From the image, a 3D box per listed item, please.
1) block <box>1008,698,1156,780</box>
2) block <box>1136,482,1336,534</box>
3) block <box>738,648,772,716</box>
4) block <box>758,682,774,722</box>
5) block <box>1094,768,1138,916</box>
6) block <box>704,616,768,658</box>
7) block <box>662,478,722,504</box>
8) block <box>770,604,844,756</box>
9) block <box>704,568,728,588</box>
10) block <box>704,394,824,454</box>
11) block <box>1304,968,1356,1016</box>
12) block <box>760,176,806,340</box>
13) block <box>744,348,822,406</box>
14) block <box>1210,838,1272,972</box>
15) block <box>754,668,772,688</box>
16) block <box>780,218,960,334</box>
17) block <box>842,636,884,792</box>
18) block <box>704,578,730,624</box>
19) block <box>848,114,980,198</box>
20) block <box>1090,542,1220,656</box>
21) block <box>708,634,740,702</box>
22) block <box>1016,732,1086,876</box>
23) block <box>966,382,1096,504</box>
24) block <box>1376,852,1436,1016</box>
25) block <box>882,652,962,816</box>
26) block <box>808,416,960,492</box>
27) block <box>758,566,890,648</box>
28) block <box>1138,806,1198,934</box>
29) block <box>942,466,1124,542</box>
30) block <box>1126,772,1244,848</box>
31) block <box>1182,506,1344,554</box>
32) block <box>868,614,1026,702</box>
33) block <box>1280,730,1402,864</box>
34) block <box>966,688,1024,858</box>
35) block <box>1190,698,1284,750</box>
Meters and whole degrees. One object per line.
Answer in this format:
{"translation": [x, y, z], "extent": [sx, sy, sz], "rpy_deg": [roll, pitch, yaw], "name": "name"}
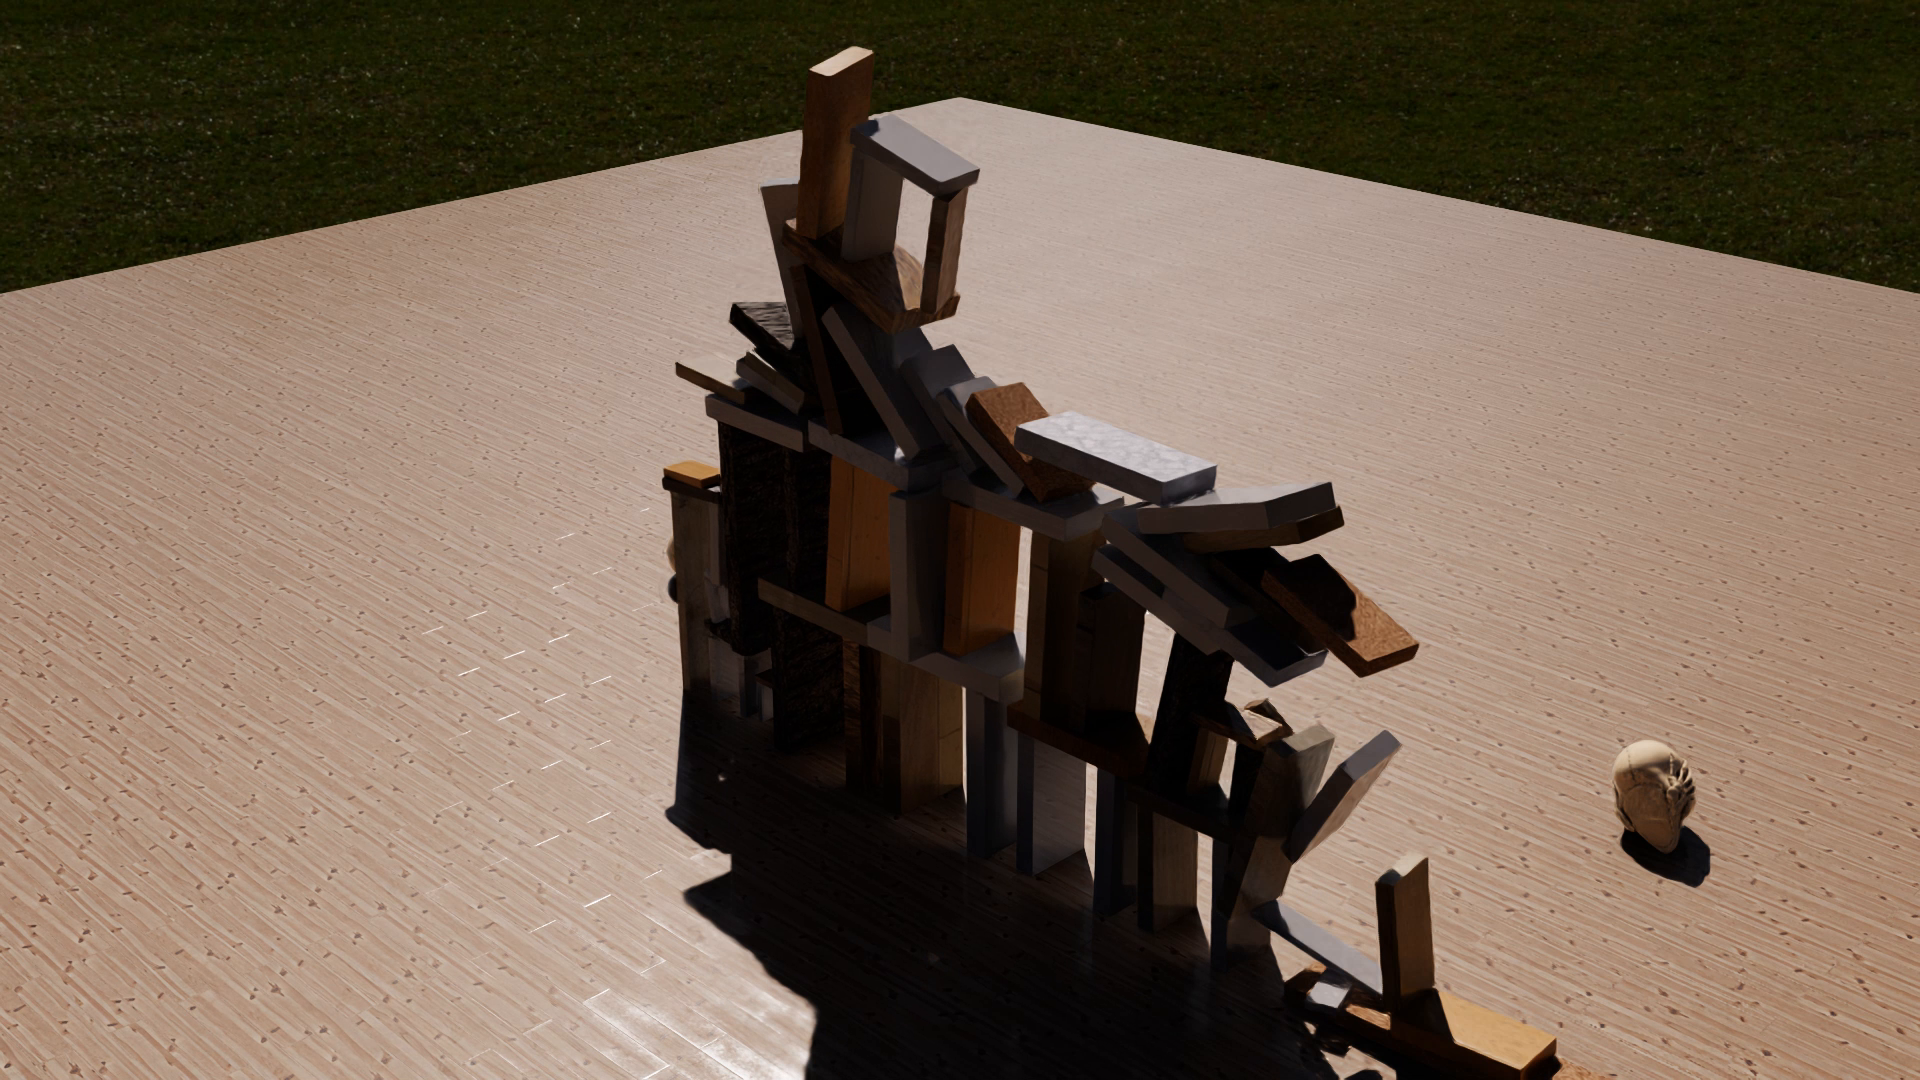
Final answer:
{"translation": [0.249, 0.353, 4.105], "extent": [0.301, 0.043, 0.150], "rpy_deg": [21, 31, 41], "name": "block"}
{"translation": [0.461, -0.053, 3.699], "extent": [0.157, 0.044, 0.314], "rpy_deg": [-16, 8, -36], "name": "block"}
{"translation": [-0.451, 0.306, 4.844], "extent": [0.076, 0.153, 0.022], "rpy_deg": [-21, 30, -40], "name": "block"}
{"translation": [-0.421, 0.348, 4.822], "extent": [0.013, 0.094, 0.047], "rpy_deg": [21, 31, 41], "name": "block"}
{"translation": [0.319, 0.538, 4.107], "extent": [0.043, 0.301, 0.150], "rpy_deg": [21, 31, 41], "name": "block"}
{"translation": [-0.484, 0.203, 4.840], "extent": [0.153, 0.022, 0.077], "rpy_deg": [30, 36, 35], "name": "block"}
{"translation": [-0.546, -0.119, 4.750], "extent": [0.096, 0.027, 0.193], "rpy_deg": [-22, 26, -40], "name": "block"}
{"translation": [-0.320, 0.271, 4.685], "extent": [0.048, 0.341, 0.171], "rpy_deg": [21, 31, 40], "name": "block"}
{"translation": [-0.507, 0.083, 4.806], "extent": [0.101, 0.014, 0.050], "rpy_deg": [26, 34, 32], "name": "block"}
{"translation": [-0.365, -0.257, 4.517], "extent": [0.155, 0.044, 0.310], "rpy_deg": [-21, 31, -40], "name": "block"}
{"translation": [0.643, 0.780, 3.803], "extent": [0.058, 0.016, 0.115], "rpy_deg": [9, 23, 26], "name": "block"}
{"translation": [-0.282, -0.566, 4.395], "extent": [0.162, 0.324, 0.046], "rpy_deg": [-2, 27, 18], "name": "block"}
{"translation": [-0.332, -0.333, 4.459], "extent": [0.109, 0.031, 0.219], "rpy_deg": [-9, 32, -38], "name": "block"}
{"translation": [0.506, 0.630, 3.943], "extent": [0.129, 0.258, 0.037], "rpy_deg": [-22, 29, -40], "name": "block"}
{"translation": [-0.399, 0.307, 4.780], "extent": [0.094, 0.013, 0.047], "rpy_deg": [21, 31, 41], "name": "block"}
{"translation": [-0.171, -0.511, 4.139], "extent": [0.164, 0.047, 0.329], "rpy_deg": [-21, 51, -39], "name": "block"}
{"translation": [-0.159, 0.334, 4.537], "extent": [0.048, 0.341, 0.171], "rpy_deg": [21, 31, 40], "name": "block"}
{"translation": [-0.531, 0.128, 4.840], "extent": [0.014, 0.101, 0.050], "rpy_deg": [7, 23, 43], "name": "block"}
{"translation": [-0.083, -0.695, 3.971], "extent": [0.220, 0.031, 0.110], "rpy_deg": [36, 41, 25], "name": "block"}
{"translation": [0.379, 0.086, 3.843], "extent": [0.141, 0.040, 0.282], "rpy_deg": [-22, 48, -40], "name": "block"}
{"translation": [-0.522, 0.278, 4.910], "extent": [0.077, 0.153, 0.022], "rpy_deg": [-21, 31, -40], "name": "block"}
{"translation": [0.177, 0.483, 4.238], "extent": [0.043, 0.301, 0.150], "rpy_deg": [21, 31, 41], "name": "block"}
{"translation": [0.130, -0.180, 4.018], "extent": [0.125, 0.035, 0.250], "rpy_deg": [-15, 57, -38], "name": "block"}
{"translation": [0.749, 0.662, 3.697], "extent": [0.034, 0.241, 0.121], "rpy_deg": [6, 21, 38], "name": "block"}
{"translation": [-0.075, 0.362, 4.453], "extent": [0.050, 0.356, 0.178], "rpy_deg": [21, 31, 40], "name": "block"}
{"translation": [-0.130, -0.180, 4.233], "extent": [0.166, 0.047, 0.331], "rpy_deg": [-17, 28, -34], "name": "block"}
{"translation": [-0.240, 0.123, 4.535], "extent": [0.171, 0.048, 0.341], "rpy_deg": [-21, 31, -41], "name": "block"}
{"translation": [0.383, 0.583, 4.055], "extent": [0.037, 0.258, 0.129], "rpy_deg": [18, 30, 41], "name": "block"}
{"translation": [0.131, -0.081, 4.050], "extent": [0.313, 0.044, 0.157], "rpy_deg": [22, 31, 40], "name": "block"}
{"translation": [0.439, 0.470, 3.942], "extent": [0.258, 0.037, 0.129], "rpy_deg": [20, 31, 39], "name": "block"}
{"translation": [0.507, -0.016, 3.691], "extent": [0.123, 0.035, 0.246], "rpy_deg": [-19, 9, -43], "name": "block"}
{"translation": [0.007, 0.209, 4.292], "extent": [0.356, 0.050, 0.178], "rpy_deg": [20, 30, 40], "name": "block"}
{"translation": [0.643, 0.436, 3.727], "extent": [0.132, 0.265, 0.037], "rpy_deg": [-30, 66, -36], "name": "block"}
{"translation": [0.093, 0.426, 4.300], "extent": [0.178, 0.355, 0.050], "rpy_deg": [-21, 30, -41], "name": "block"}
{"translation": [0.481, 0.320, 3.838], "extent": [0.074, 0.021, 0.148], "rpy_deg": [-22, 31, -40], "name": "block"}
